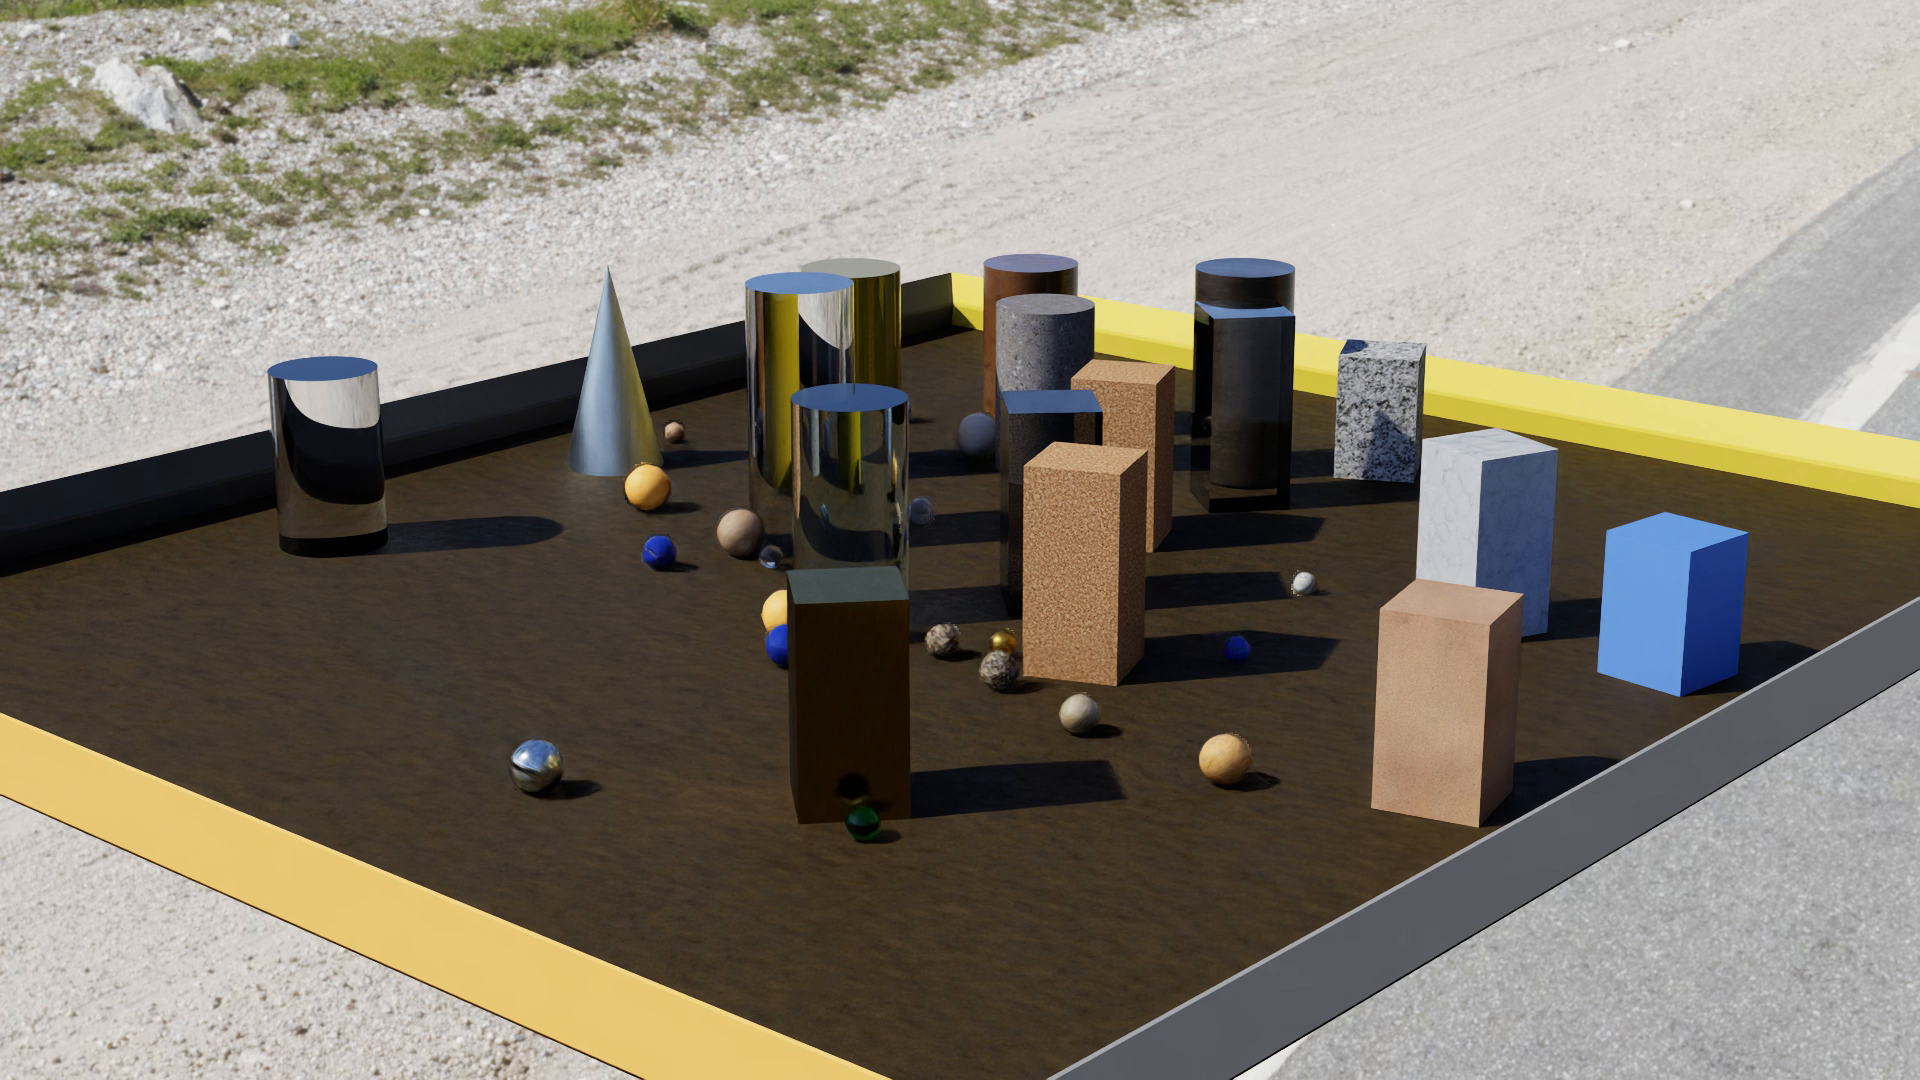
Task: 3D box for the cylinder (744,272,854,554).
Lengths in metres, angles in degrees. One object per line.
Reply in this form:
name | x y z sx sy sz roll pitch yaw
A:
cylinder | -0.292 -0.234 5.390 0.198 0.485 0.198 0 17 0

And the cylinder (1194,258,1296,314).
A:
cylinder | 0.566 -0.343 5.877 0.198 0.413 0.198 0 17 0

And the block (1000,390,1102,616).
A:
block | 0.156 -0.066 5.053 0.159 0.357 0.159 -1 17 -4

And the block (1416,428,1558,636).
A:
block | 0.882 -0.007 4.922 0.159 0.319 0.159 -9 19 -27

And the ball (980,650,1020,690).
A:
ball | 0.063 0.207 4.657 0.063 0.063 0.063 0 17 0

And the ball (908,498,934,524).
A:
ball | -0.073 -0.054 5.547 0.051 0.051 0.051 0 17 0

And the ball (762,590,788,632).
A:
ball | -0.288 0.125 4.893 0.085 0.085 0.085 0 17 0

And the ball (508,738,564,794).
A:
ball | -0.611 0.327 4.231 0.079 0.079 0.079 0 17 0

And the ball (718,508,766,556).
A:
ball | -0.399 -0.013 5.347 0.087 0.087 0.087 0 17 0

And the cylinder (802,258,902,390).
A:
cylinder | -0.216 -0.341 5.870 0.198 0.413 0.198 0 17 0

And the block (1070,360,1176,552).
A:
block | 0.300 -0.157 5.425 0.159 0.317 0.159 5 17 16

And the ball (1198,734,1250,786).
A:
ball | 0.385 0.320 4.263 0.075 0.075 0.075 0 17 0

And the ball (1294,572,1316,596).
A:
ball | 0.603 0.077 5.128 0.041 0.041 0.041 0 17 0

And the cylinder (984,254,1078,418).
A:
cylinder | 0.148 -0.403 6.159 0.198 0.364 0.198 0 17 0

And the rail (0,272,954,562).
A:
rail | -1.068 -0.235 6.008 0.045 0.129 3.250 14 22 39

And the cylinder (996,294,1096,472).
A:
cylinder | 0.171 -0.310 5.901 0.198 0.336 0.198 0 17 0

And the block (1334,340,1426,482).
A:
block | 0.844 -0.261 5.887 0.159 0.249 0.159 4 17 13

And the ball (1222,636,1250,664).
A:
ball | 0.452 0.179 4.781 0.046 0.046 0.046 0 17 0

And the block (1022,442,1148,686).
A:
block | 0.202 0.036 4.726 0.159 0.350 0.159 6 18 18

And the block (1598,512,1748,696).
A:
block | 1.143 0.101 4.704 0.159 0.239 0.159 -15 22 -40

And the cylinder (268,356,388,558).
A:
cylinder | -1.161 -0.154 5.391 0.198 0.331 0.198 0 17 0

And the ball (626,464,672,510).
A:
ball | -0.599 -0.101 5.635 0.088 0.088 0.088 0 17 0

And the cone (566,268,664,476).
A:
cone | -0.703 -0.353 5.913 0.198 0.412 0.198 0 17 0

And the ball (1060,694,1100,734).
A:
ball | 0.182 0.266 4.466 0.061 0.061 0.061 0 17 0

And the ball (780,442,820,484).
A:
ball | -0.317 -0.154 5.823 0.081 0.081 0.081 0 17 0

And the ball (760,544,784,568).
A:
ball | -0.340 0.030 5.280 0.043 0.043 0.043 0 17 0

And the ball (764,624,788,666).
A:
ball | -0.282 0.171 4.764 0.071 0.071 0.071 0 17 0

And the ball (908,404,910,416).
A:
ball | -0.131 -0.278 6.288 0.051 0.051 0.051 0 17 0

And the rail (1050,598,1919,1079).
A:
rail | 1.068 0.300 4.232 0.045 0.129 3.250 14 22 39

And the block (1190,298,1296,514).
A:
block | 0.543 -0.260 5.655 0.159 0.381 0.159 -3 17 -9

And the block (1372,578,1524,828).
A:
block | 0.694 0.229 4.173 0.159 0.299 0.159 8 19 26

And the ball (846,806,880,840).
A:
ball | -0.135 0.393 4.067 0.048 0.048 0.048 0 17 0

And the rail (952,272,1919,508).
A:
rail | 1.050 -0.317 6.277 2.877 0.129 0.045 14 22 39

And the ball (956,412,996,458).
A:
ball | 0.040 -0.213 5.997 0.094 0.094 0.094 0 17 0

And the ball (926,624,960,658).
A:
ball | -0.028 0.166 4.807 0.056 0.056 0.056 0 17 0

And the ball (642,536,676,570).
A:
ball | -0.540 0.023 5.272 0.061 0.061 0.061 0 17 0

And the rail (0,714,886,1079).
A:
rail | -1.050 0.381 3.962 2.877 0.129 0.045 14 22 39

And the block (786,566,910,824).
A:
block | -0.159 0.219 4.163 0.159 0.326 0.159 -2 17 -7

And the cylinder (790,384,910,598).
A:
cylinder | -0.186 -0.057 4.979 0.198 0.382 0.198 0 17 0

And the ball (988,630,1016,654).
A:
ball | 0.070 0.171 4.807 0.046 0.046 0.046 0 17 0

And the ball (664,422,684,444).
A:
ball | -0.596 -0.224 6.122 0.043 0.043 0.043 0 17 0
